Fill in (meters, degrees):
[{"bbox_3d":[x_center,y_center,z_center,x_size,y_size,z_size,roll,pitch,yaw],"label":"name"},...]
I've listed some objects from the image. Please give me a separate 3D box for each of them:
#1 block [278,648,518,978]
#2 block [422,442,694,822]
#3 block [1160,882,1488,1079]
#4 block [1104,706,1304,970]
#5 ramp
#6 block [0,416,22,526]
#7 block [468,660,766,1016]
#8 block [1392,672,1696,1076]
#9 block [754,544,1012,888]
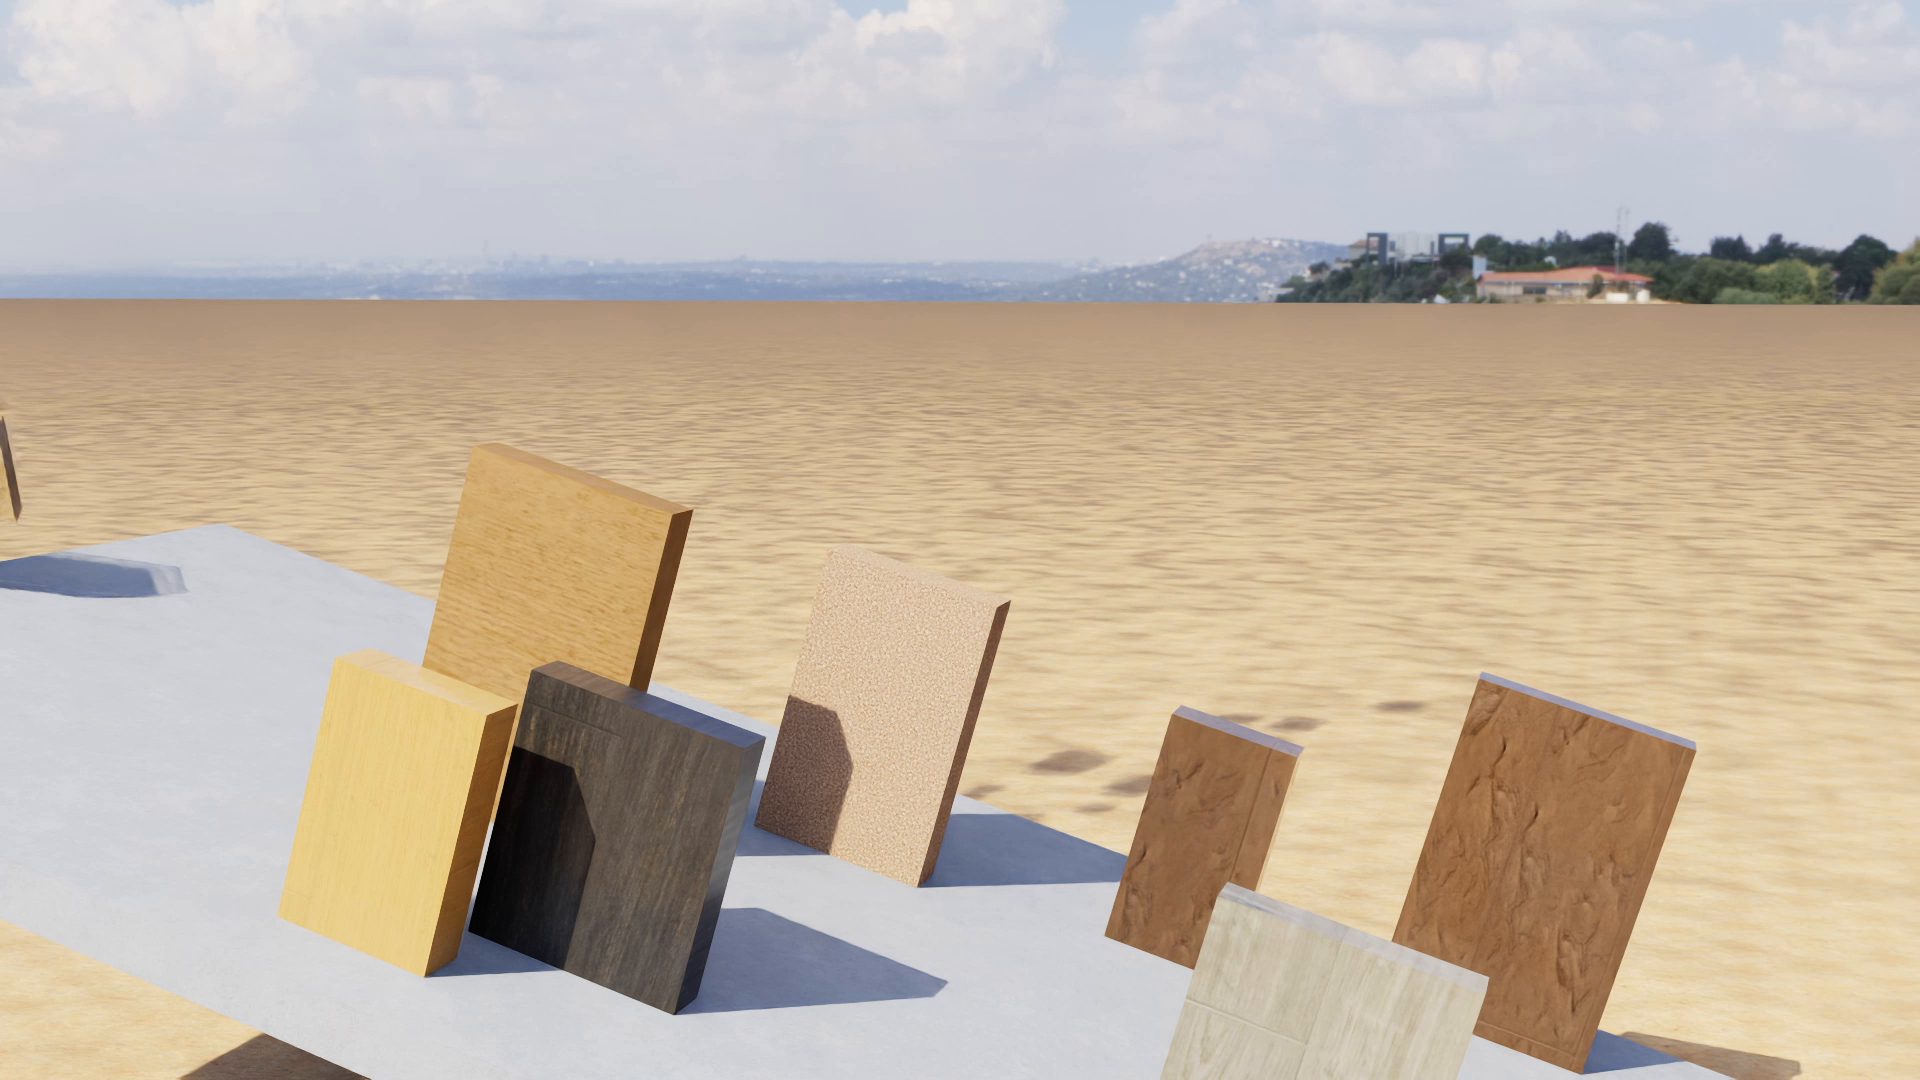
[{"bbox_3d":[-0.909,0.437,3.547,0.278,0.451,0.102,19,12,14],"label":"block"},{"bbox_3d":[-0.798,0.208,4.195,0.423,0.689,0.096,19,12,14],"label":"block"},{"bbox_3d":[0.573,0.848,3.581,0.442,0.445,0.090,19,12,14],"label":"block"},{"bbox_3d":[0.496,0.616,4.480,0.264,0.492,0.098,19,12,14],"label":"block"},{"bbox_3d":[-0.376,0.735,4.239,4.000,0.100,2.000,19,12,14],"label":"ramp"},{"bbox_3d":[-2.153,-0.138,4.723,0.210,0.210,0.210,-10,13,-18],"label":"block"},{"bbox_3d":[-0.575,0.493,3.667,0.393,0.475,0.093,19,12,14],"label":"block"},{"bbox_3d":[1.172,0.681,4.510,0.441,0.715,0.085,19,12,14],"label":"block"},{"bbox_3d":[-0.162,0.358,4.528,0.372,0.611,0.109,19,12,14],"label":"block"}]
